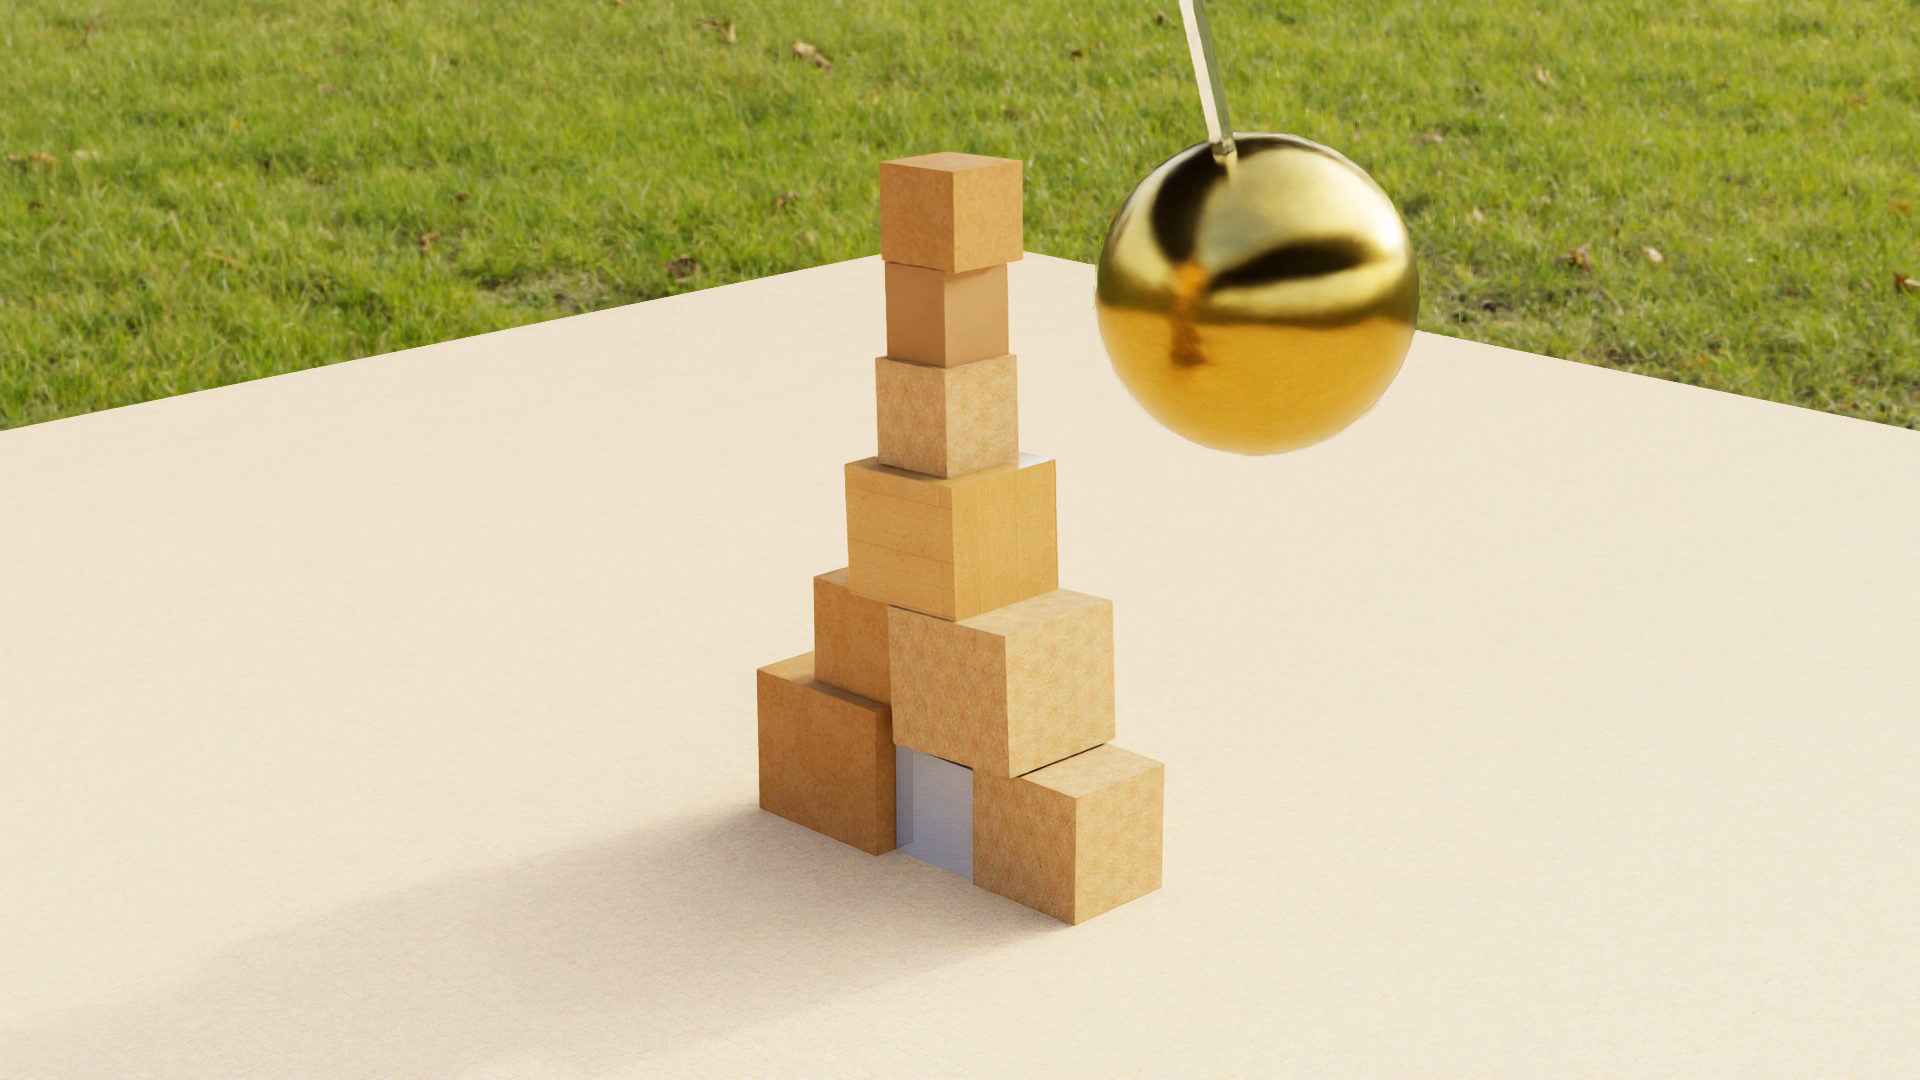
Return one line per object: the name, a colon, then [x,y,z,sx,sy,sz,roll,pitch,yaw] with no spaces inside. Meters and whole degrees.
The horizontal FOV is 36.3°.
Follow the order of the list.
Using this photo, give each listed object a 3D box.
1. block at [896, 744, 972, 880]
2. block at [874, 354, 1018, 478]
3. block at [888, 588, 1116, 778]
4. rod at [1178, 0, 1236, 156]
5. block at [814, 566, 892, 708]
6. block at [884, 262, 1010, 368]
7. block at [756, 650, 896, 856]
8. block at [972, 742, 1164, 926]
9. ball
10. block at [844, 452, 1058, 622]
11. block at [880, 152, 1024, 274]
block: [0.060,1.196,13.639,0.491,0.540,0.517,-17,24,-42]
block: [-0.057,-0.590,13.196,0.453,0.485,0.448,-16,21,-42]
block: [0.192,0.601,13.321,0.697,0.657,0.742,-17,21,-42]
rod: [0.636,-4.009,12.748,0.080,5.200,0.080,17,44,42]
block: [-0.288,0.419,13.760,0.574,0.514,0.548,17,24,42]
block: [-0.057,-1.032,13.071,0.395,0.434,0.379,-16,21,-42]
block: [-0.401,0.960,14.092,0.789,0.718,0.826,-17,24,-42]
block: [0.487,1.284,13.245,0.580,0.608,0.635,-17,24,-42]
ball: [1.467,-1.214,14.497,1.600,1.600,1.600,0,17,0]
block: [-0.036,-0.060,13.352,0.662,0.614,0.694,-17,21,-42]
block: [-0.037,-1.452,12.948,0.421,0.439,0.469,-15,21,-42]
